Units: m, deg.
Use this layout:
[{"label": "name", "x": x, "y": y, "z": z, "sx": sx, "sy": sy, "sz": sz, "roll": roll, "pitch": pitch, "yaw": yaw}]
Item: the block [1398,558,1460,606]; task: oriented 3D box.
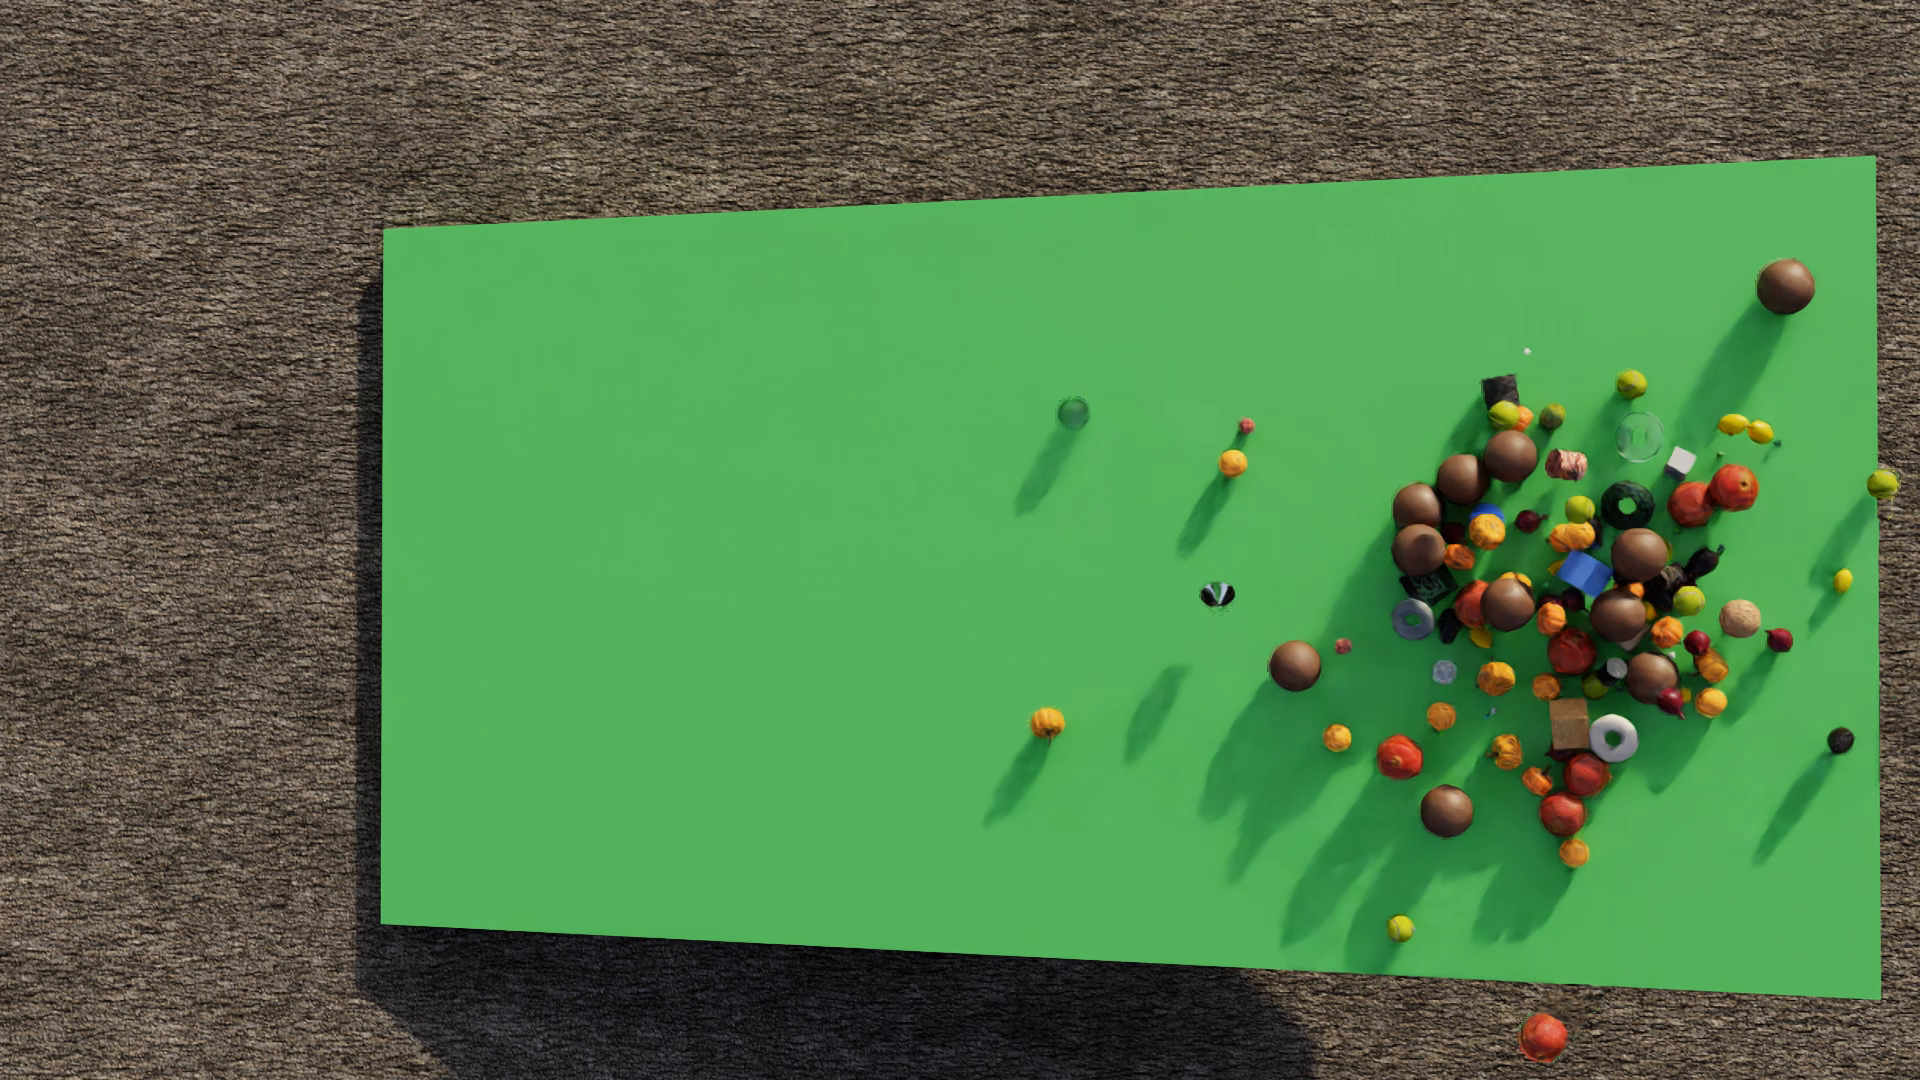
[{"label": "block", "x": 1.160, "y": 0.107, "z": 5.441, "sx": 0.087, "sy": 0.087, "sz": 0.087, "roll": -41, "pitch": 68, "yaw": 33}]

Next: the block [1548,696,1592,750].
[{"label": "block", "x": 1.483, "y": 0.446, "z": 5.345, "sx": 0.087, "sy": 0.087, "sz": 0.087, "roll": -7, "pitch": 120, "yaw": 16}]

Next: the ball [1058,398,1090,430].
[{"label": "ball", "x": 0.295, "y": -0.327, "z": 5.722, "sx": 0.083, "sy": 0.083, "sz": 0.083, "roll": 0, "pitch": 89, "yaw": 0}]

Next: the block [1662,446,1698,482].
[{"label": "block", "x": 1.737, "y": -0.184, "z": 5.307, "sx": 0.054, "sy": 0.054, "sz": 0.054, "roll": 30, "pitch": 79, "yaw": 15}]

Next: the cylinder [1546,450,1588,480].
[{"label": "cylinder", "x": 1.475, "y": -0.182, "z": 5.352, "sx": 0.070, "sy": 0.070, "sz": 0.070, "roll": 2, "pitch": 89, "yaw": -24}]

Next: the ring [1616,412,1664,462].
[{"label": "ring", "x": 1.646, "y": -0.250, "z": 5.327, "sx": 0.041, "sy": 0.124, "sz": 0.124, "roll": 10, "pitch": 89, "yaw": -43}]

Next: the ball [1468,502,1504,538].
[{"label": "ball", "x": 1.299, "y": -0.050, "z": 5.424, "sx": 0.085, "sy": 0.085, "sz": 0.085, "roll": 0, "pitch": 89, "yaw": 0}]

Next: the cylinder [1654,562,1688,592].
[{"label": "cylinder", "x": 1.705, "y": 0.087, "z": 5.274, "sx": 0.054, "sy": 0.054, "sz": 0.054, "roll": -24, "pitch": 89, "yaw": -7}]

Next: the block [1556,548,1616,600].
[{"label": "block", "x": 1.519, "y": 0.081, "z": 5.342, "sx": 0.082, "sy": 0.082, "sz": 0.082, "roll": 24, "pitch": 99, "yaw": -41}]

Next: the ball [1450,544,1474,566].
[{"label": "ball", "x": 1.245, "y": 0.037, "z": 5.454, "sx": 0.055, "sy": 0.055, "sz": 0.055, "roll": 0, "pitch": 89, "yaw": 0}]

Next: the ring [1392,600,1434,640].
[{"label": "ring", "x": 1.115, "y": 0.196, "z": 5.412, "sx": 0.109, "sy": 0.036, "sz": 0.109, "roll": 9, "pitch": 114, "yaw": 22}]

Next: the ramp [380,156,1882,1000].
[{"label": "ramp", "x": 0.270, "y": 0.095, "z": 5.819, "sx": 4.000, "sy": 0.100, "sz": 2.000, "roll": 0, "pitch": 89, "yaw": 16}]

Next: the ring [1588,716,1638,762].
[{"label": "ring", "x": 1.565, "y": 0.476, "z": 5.267, "sx": 0.118, "sy": 0.039, "sz": 0.118, "roll": 8, "pitch": 107, "yaw": 27}]

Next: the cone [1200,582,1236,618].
[{"label": "cone", "x": 0.657, "y": 0.169, "z": 5.580, "sx": 0.088, "sy": 0.088, "sz": 0.088, "roll": -12, "pitch": 133, "yaw": 0}]

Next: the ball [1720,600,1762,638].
[{"label": "ball", "x": 1.855, "y": 0.188, "z": 5.229, "sx": 0.094, "sy": 0.094, "sz": 0.094, "roll": 0, "pitch": 89, "yaw": 0}]

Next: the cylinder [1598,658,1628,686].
[{"label": "cylinder", "x": 1.573, "y": 0.318, "z": 5.301, "sx": 0.053, "sy": 0.053, "sz": 0.053, "roll": 4, "pitch": 65, "yaw": -8}]

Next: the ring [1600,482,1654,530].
[{"label": "ring", "x": 1.620, "y": -0.082, "z": 5.339, "sx": 0.126, "sy": 0.042, "sz": 0.126, "roll": 7, "pitch": 111, "yaw": 19}]

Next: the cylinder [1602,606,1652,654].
[{"label": "cylinder", "x": 1.617, "y": 0.218, "z": 5.327, "sx": 0.084, "sy": 0.084, "sz": 0.084, "roll": 39, "pitch": 100, "yaw": 1}]

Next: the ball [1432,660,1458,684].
[{"label": "ball", "x": 1.197, "y": 0.326, "z": 5.434, "sx": 0.062, "sy": 0.062, "sz": 0.062, "roll": 0, "pitch": 89, "yaw": 0}]
